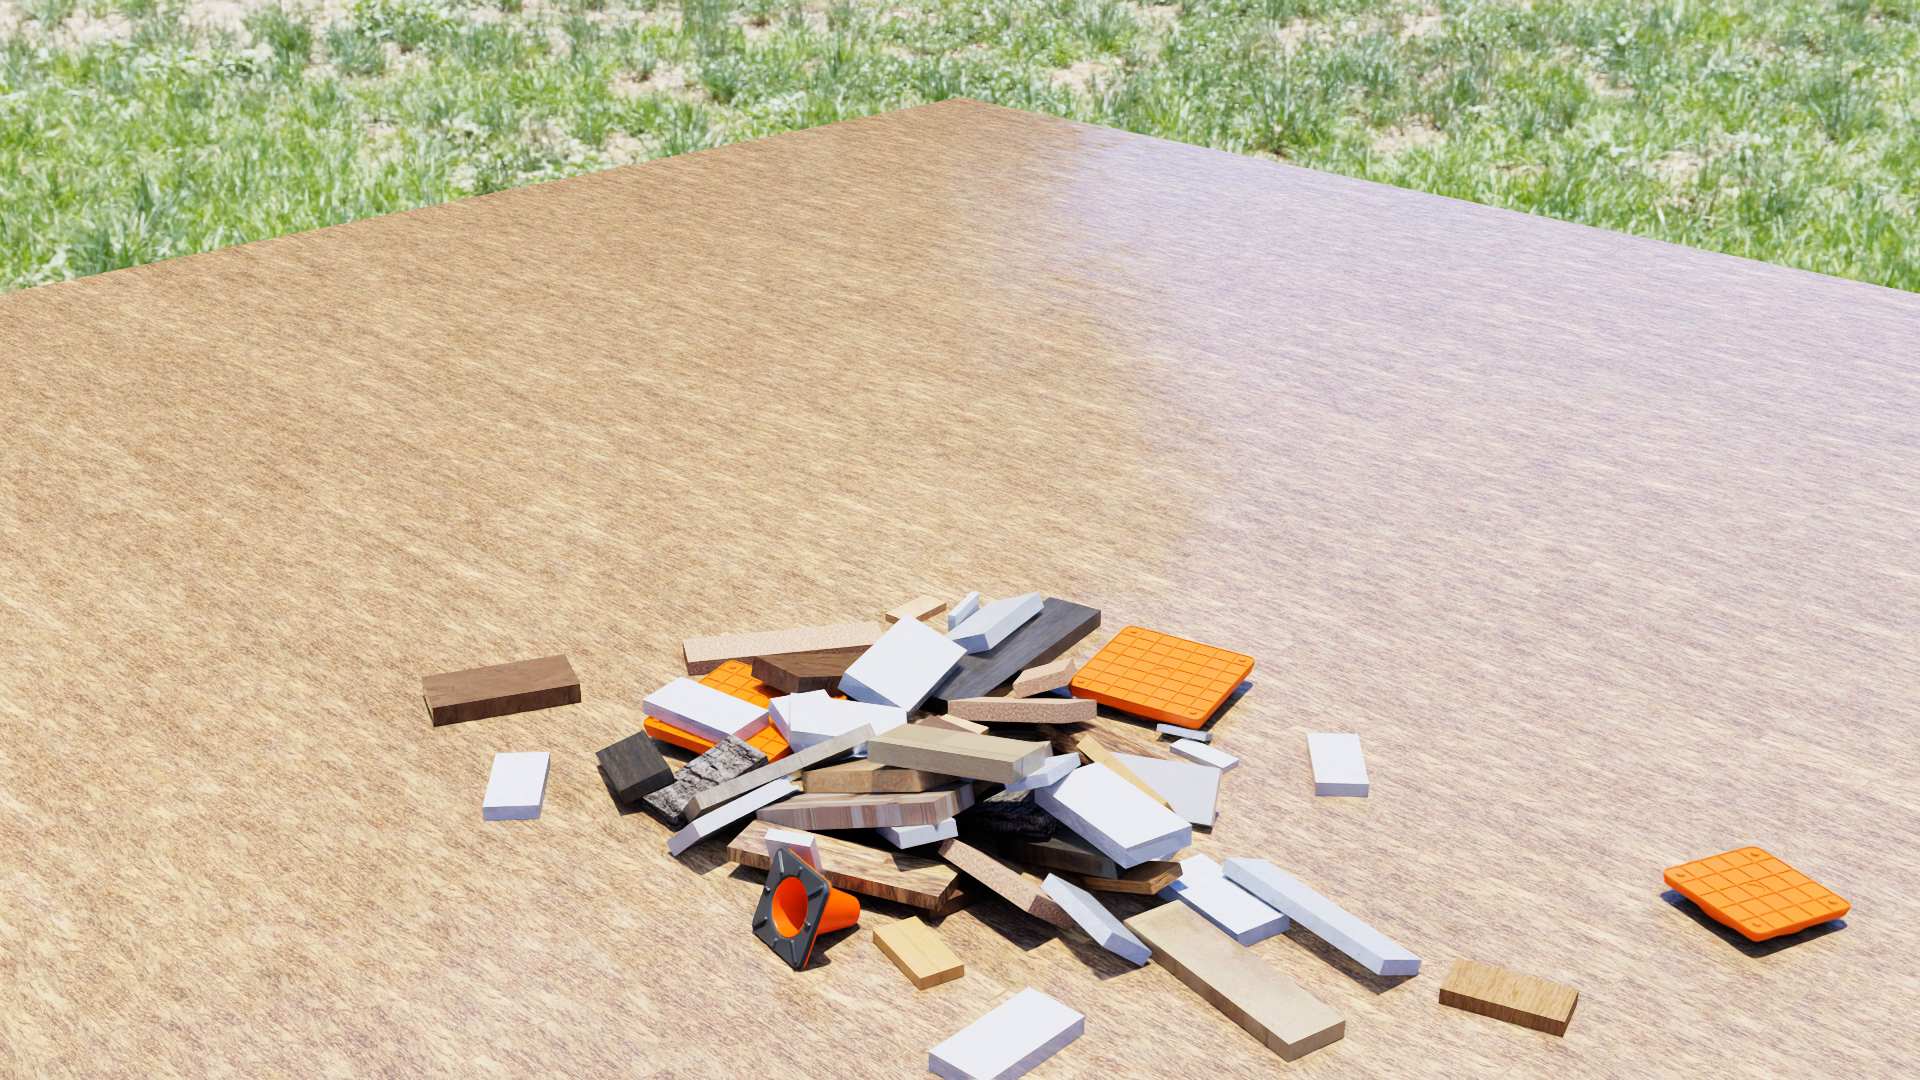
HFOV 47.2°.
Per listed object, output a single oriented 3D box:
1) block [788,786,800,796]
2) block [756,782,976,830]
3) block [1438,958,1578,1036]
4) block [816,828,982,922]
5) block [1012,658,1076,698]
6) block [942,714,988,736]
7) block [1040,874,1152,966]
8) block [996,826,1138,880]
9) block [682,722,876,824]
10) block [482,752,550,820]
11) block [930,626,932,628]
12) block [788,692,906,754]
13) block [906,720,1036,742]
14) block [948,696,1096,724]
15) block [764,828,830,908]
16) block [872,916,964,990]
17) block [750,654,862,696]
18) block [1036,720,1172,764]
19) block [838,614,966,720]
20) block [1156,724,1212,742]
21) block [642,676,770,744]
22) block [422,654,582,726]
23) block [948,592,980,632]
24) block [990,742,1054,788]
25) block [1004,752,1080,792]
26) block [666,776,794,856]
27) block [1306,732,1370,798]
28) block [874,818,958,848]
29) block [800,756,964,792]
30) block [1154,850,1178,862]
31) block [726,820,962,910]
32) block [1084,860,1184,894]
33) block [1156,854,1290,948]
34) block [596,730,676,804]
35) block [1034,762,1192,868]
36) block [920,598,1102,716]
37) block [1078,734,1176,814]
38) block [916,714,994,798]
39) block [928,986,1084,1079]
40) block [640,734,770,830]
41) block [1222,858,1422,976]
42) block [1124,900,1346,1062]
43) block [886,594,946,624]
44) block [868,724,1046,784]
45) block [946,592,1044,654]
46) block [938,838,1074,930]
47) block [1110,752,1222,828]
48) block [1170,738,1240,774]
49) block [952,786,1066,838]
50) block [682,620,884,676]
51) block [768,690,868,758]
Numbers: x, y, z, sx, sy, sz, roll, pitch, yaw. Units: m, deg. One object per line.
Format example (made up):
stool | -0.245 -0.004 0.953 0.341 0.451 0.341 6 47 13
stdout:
block | -0.349 0.532 4.490 0.048 0.014 0.095 -4 23 -9
block | -0.185 0.520 4.282 0.403 0.043 0.153 -6 5 29
block | 0.959 0.797 3.842 0.217 0.031 0.108 11 26 25
block | -0.122 0.619 4.258 0.120 0.034 0.393 -16 28 -33
block | 0.189 0.304 4.865 0.116 0.033 0.231 -16 2 9
block | 0.000 0.401 4.663 0.110 0.016 0.055 15 27 31
block | 0.247 0.691 4.011 0.111 0.031 0.222 32 3 -35
block | 0.231 0.581 4.235 0.302 0.043 0.151 3 21 45
block | -0.361 0.468 4.421 0.398 0.032 0.112 -21 -13 -26
block | -0.911 0.505 4.529 0.112 0.032 0.224 -2 23 -4
block | -0.111 0.241 5.166 0.072 0.020 0.143 4 23 8
block | -0.236 0.390 4.620 0.247 0.035 0.124 9 34 -10
block | 0.023 0.430 4.698 0.273 0.039 0.136 -1 23 -2
block | 0.133 0.364 4.708 0.285 0.040 0.143 -1 -1 32
block | -0.303 0.611 4.094 0.090 0.180 0.025 7 45 17
block | -0.076 0.745 3.972 0.090 0.026 0.180 -13 26 -27
block | -0.281 0.298 4.870 0.331 0.046 0.162 1 13 -44
block | 0.304 0.442 4.622 0.136 0.039 0.273 0 17 -44
block | -0.124 0.284 4.851 0.162 0.046 0.325 31 31 10
block | 0.485 0.414 4.738 0.110 0.016 0.055 10 1 23
block | -0.542 0.367 4.692 0.247 0.035 0.124 18 31 31
block | -1.025 0.334 4.914 0.325 0.046 0.162 -9 24 -19
block | 0.009 0.184 5.234 0.020 0.072 0.143 8 24 22
block | 0.041 0.463 4.495 0.273 0.039 0.136 -6 15 21
block | 0.161 0.451 4.272 0.090 0.026 0.180 -13 2 24
block | -0.453 0.544 4.336 0.240 0.034 0.120 -23 -10 -41
block | 0.791 0.470 4.613 0.108 0.031 0.217 1 23 3
block | -0.088 0.549 4.230 0.111 0.031 0.222 -11 4 -15
block | -0.151 0.465 4.369 0.307 0.043 0.153 -6 3 40
block | 0.372 0.604 4.306 0.088 0.025 0.175 13 26 29
block | -0.221 0.616 4.181 0.444 0.031 0.111 10 25 22
block | 0.327 0.634 4.153 0.088 0.025 0.175 -25 13 -39
block | 0.485 0.676 4.121 0.127 0.036 0.254 -15 27 -31
block | -0.673 0.468 4.548 0.112 0.032 0.224 -25 23 -14
block | 0.288 0.519 4.178 0.151 0.043 0.302 -15 26 -28
block | 0.117 0.269 5.074 0.143 0.040 0.597 14 27 30
block | 0.336 0.484 4.348 0.033 0.116 0.231 -46 54 -6
block | -0.017 0.437 4.457 0.130 0.037 0.261 -35 33 -30
block | 0.080 0.849 3.715 0.127 0.036 0.254 20 30 39
block | -0.518 0.492 4.483 0.240 0.034 0.120 -33 37 -30
block | 0.660 0.689 4.043 0.108 0.031 0.410 9 13 -40
block | 0.478 0.773 3.893 0.127 0.036 0.454 -14 27 -31
block | -0.106 0.173 5.327 0.072 0.020 0.143 18 29 36
block | -0.007 0.412 4.256 0.307 0.043 0.153 6 11 25
block | 0.069 0.200 5.157 0.143 0.040 0.285 -14 11 32
block | 0.088 0.640 4.109 0.261 0.037 0.131 26 -4 46
block | 0.404 0.503 4.434 0.231 0.116 0.033 7 -15 16
block | 0.518 0.457 4.665 0.144 0.016 0.055 21 31 40
block | 0.093 0.527 4.372 0.302 0.043 0.151 1 18 40
block | -0.408 0.251 5.124 0.461 0.035 0.124 -5 24 -12
block | -0.289 0.419 4.621 0.130 0.037 0.261 -8 39 -31
